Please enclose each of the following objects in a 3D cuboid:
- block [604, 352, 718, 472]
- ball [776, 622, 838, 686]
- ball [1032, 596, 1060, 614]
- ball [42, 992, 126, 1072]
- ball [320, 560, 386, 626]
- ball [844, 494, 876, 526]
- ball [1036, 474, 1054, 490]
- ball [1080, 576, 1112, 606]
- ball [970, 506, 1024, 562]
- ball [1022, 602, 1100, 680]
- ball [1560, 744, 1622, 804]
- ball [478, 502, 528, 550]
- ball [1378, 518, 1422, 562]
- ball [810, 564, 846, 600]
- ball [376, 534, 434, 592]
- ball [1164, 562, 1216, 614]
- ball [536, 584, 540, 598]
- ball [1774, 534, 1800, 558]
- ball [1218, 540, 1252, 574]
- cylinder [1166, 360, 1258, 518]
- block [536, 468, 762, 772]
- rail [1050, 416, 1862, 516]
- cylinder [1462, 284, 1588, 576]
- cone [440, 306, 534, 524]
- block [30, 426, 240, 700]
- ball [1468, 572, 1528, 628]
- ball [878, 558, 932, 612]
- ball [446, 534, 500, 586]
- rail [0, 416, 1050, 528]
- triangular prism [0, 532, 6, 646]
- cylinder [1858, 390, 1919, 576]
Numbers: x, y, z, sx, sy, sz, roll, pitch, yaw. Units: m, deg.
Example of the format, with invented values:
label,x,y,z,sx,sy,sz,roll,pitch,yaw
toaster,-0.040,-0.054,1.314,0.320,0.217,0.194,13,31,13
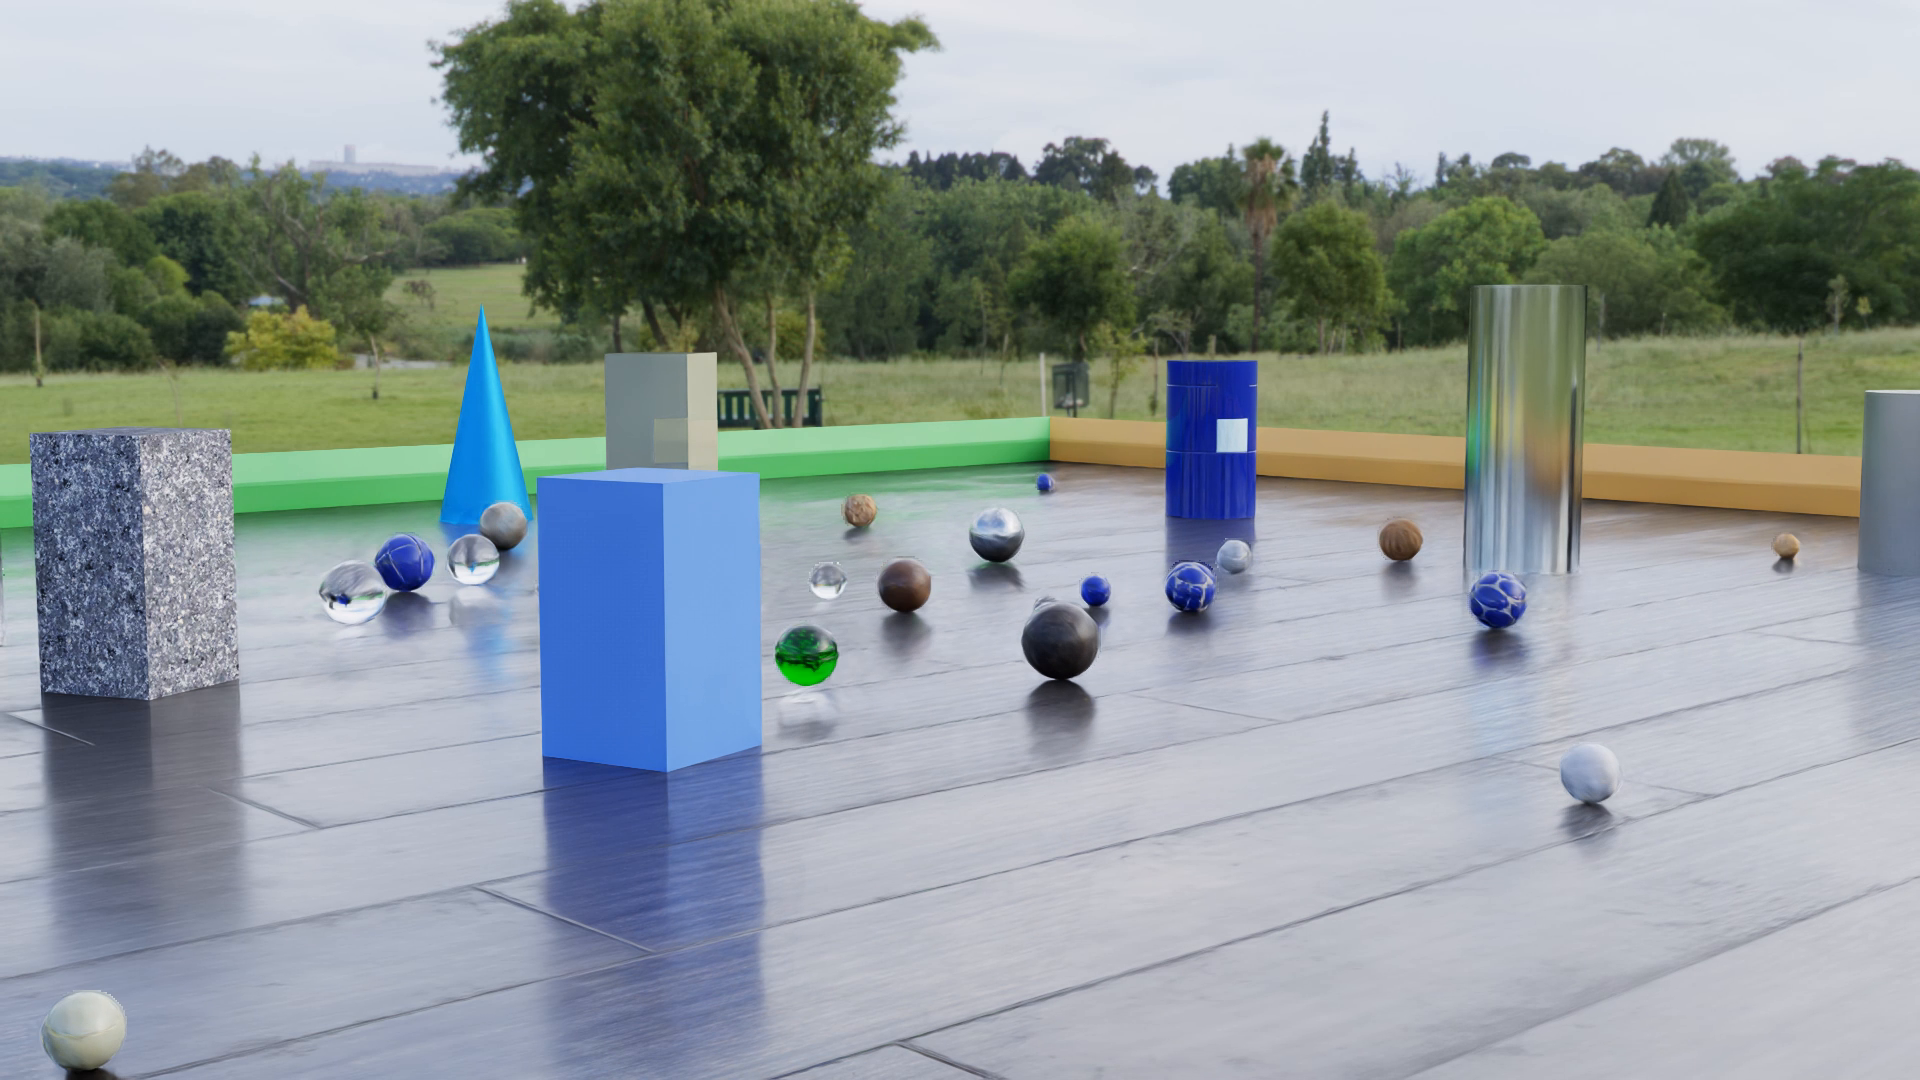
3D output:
label,x,y,z,sx,sy,sz,roll,pitch,yaw
block,-0.545,-0.159,4.032,0.157,0.367,0.157,1,6,13
ball,-0.182,0.136,2.616,0.075,0.075,0.075,0,6,0
ball,0.124,0.100,3.102,0.044,0.044,0.044,0,6,0
ball,-0.515,0.289,1.292,0.046,0.046,0.046,0,6,0
ball,-0.860,0.075,3.117,0.092,0.092,0.092,0,6,0
ball,-0.206,-0.062,4.532,0.069,0.069,0.069,0,6,0
ball,0.209,-0.143,5.436,0.043,0.043,0.043,0,6,0
ball,0.205,0.076,3.317,0.047,0.047,0.047,0,6,0
ball,0.065,-0.010,3.893,0.098,0.098,0.098,0,6,0
ball,0.122,0.122,2.657,0.094,0.094,0.094,0,6,0
ball,0.572,0.211,1.992,0.054,0.054,0.054,0,6,0
ball,-0.851,-0.026,4.097,0.089,0.089,0.089,0,6,0
ball,0.783,0.000,3.910,0.076,0.076,0.076,0,6,0
ball,-0.203,0.064,3.393,0.056,0.056,0.056,0,6,0
ball,-0.880,0.036,3.487,0.092,0.092,0.092,0,6,0
ball,0.340,0.070,3.242,0.076,0.076,0.076,0,6,0
ball,-0.624,0.075,3.348,0.043,0.043,0.043,0,6,0
ball,1.488,0.011,3.956,0.044,0.044,0.044,0,6,0
ball,0.465,0.028,3.728,0.057,0.057,0.057,0,6,0
cylinder,0.547,-0.222,4.785,0.197,0.335,0.197,0,6,0
block,-0.311,0.074,2.219,0.157,0.280,0.157,3,7,30
rail,1.740,-0.134,4.929,0.045,0.128,4.394,-5,8,-42
cylinder,0.970,-0.193,3.780,0.197,0.486,0.197,0,6,0
cone,-1.010,-0.272,4.668,0.197,0.460,0.197,0,6,0
block,-0.975,0.022,2.605,0.157,0.303,0.157,2,6,20
ball,0.755,0.084,3.085,0.080,0.080,0.080,0,6,0
ball,-0.082,0.067,3.247,0.081,0.081,0.081,0,6,0
ball,-0.790,0.032,3.567,0.084,0.084,0.084,0,6,0
rail,-1.474,-0.133,4.920,4.782,0.128,0.045,-5,8,-42
triangular prism,-1.335,-0.063,2.872,0.148,0.417,0.170,-3,7,-30
cylinder,1.646,-0.100,3.757,0.197,0.306,0.197,0,6,0
